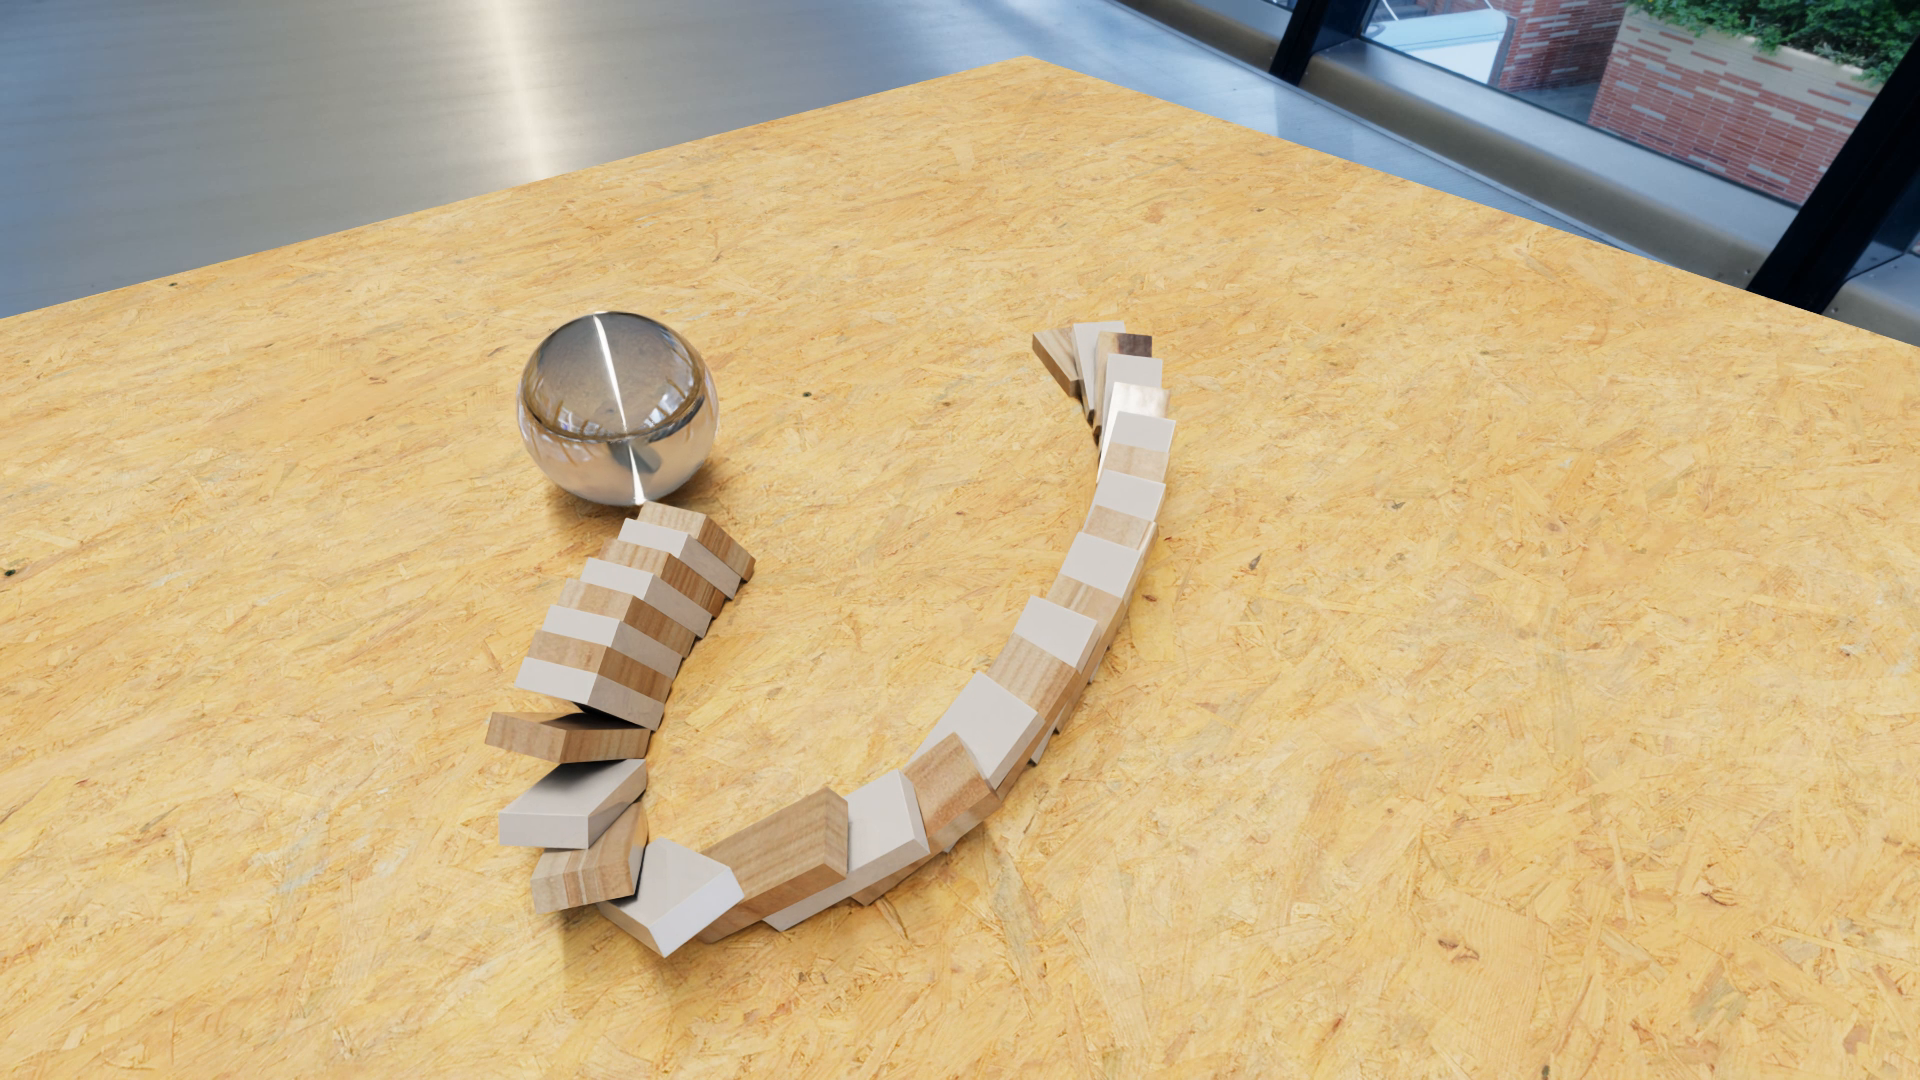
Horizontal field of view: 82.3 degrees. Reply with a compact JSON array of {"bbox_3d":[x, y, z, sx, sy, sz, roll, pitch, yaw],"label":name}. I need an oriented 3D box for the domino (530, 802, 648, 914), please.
[{"bbox_3d":[-0.104,0.089,0.314,0.025,0.009,0.050,-9,6,-11],"label":"domino"}]

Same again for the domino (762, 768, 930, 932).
[{"bbox_3d":[-0.035,0.089,0.317,0.050,0.010,0.025,-30,41,8],"label":"domino"}]

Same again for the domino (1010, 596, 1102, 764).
[{"bbox_3d":[0.025,0.046,0.367,0.025,0.009,0.050,21,74,25],"label":"domino"}]

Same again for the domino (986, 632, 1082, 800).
[{"bbox_3d":[0.015,0.058,0.353,0.025,0.010,0.050,29,78,27],"label":"domino"}]

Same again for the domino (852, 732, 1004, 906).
[{"bbox_3d":[-0.015,0.082,0.326,0.050,0.009,0.025,-36,45,0],"label":"domino"}]

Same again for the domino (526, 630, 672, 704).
[{"bbox_3d":[-0.117,0.043,0.362,0.025,0.050,0.009,11,73,13],"label":"domino"}]

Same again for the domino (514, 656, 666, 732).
[{"bbox_3d":[-0.117,0.050,0.353,0.025,0.050,0.010,11,73,13],"label":"domino"}]

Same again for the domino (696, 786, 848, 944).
[{"bbox_3d":[-0.054,0.092,0.310,0.050,0.009,0.025,-30,36,19],"label":"domino"}]

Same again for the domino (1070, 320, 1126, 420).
[{"bbox_3d":[0.070,-0.082,0.528,0.025,0.009,0.050,-4,63,-5],"label":"domino"}]

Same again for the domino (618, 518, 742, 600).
[{"bbox_3d":[-0.102,0.008,0.404,0.025,0.050,0.009,13,73,15],"label":"domino"}]

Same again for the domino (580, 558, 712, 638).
[{"bbox_3d":[-0.110,0.021,0.388,0.025,0.050,0.010,13,73,15],"label":"domino"}]

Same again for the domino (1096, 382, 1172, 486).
[{"bbox_3d":[0.076,-0.043,0.478,0.025,0.009,0.050,9,68,9],"label":"domino"}]

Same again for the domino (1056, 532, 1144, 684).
[{"bbox_3d":[0.045,0.024,0.396,0.025,0.010,0.050,19,69,21],"label":"domino"}]

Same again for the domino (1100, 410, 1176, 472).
[{"bbox_3d":[0.073,-0.029,0.461,0.025,0.010,0.050,12,69,15],"label":"domino"}]

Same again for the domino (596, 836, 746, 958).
[{"bbox_3d":[-0.082,0.097,0.304,0.025,0.009,0.050,-32,15,-33],"label":"domino"}]

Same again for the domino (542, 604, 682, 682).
[{"bbox_3d":[-0.116,0.035,0.371,0.025,0.050,0.009,11,73,13],"label":"domino"}]

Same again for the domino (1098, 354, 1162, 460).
[{"bbox_3d":[0.077,-0.059,0.496,0.025,0.009,0.050,7,68,1],"label":"domino"}]

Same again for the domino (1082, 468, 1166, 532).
[{"bbox_3d":[0.061,-0.001,0.428,0.025,0.010,0.050,16,68,16],"label":"domino"}]

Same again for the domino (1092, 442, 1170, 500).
[{"bbox_3d":[0.067,-0.014,0.444,0.025,0.009,0.050,13,67,15],"label":"domino"}]

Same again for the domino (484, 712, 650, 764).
[{"bbox_3d":[-0.120,0.061,0.342,0.025,0.050,0.010,11,83,14],"label":"domino"}]

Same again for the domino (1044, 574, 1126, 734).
[{"bbox_3d":[0.034,0.038,0.380,0.025,0.010,0.050,23,71,25],"label":"domino"}]

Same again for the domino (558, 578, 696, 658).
[{"bbox_3d":[-0.114,0.028,0.380,0.025,0.050,0.009,13,73,15],"label":"domino"}]

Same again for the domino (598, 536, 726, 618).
[{"bbox_3d":[-0.107,0.014,0.396,0.025,0.050,0.010,13,73,15],"label":"domino"}]

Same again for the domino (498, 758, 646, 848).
[{"bbox_3d":[-0.114,0.078,0.329,0.025,0.009,0.050,2,7,2],"label":"domino"}]

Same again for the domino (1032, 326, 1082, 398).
[{"bbox_3d":[0.057,-0.090,0.554,0.025,0.010,0.050,-12,41,-14],"label":"domino"}]

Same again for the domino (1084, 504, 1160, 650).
[{"bbox_3d":[0.053,0.013,0.411,0.025,0.009,0.050,19,69,21],"label":"domino"}]

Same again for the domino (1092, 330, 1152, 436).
[{"bbox_3d":[0.076,-0.072,0.512,0.025,0.010,0.050,5,68,-2],"label":"domino"}]

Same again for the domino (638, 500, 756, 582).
[{"bbox_3d":[-0.098,0.001,0.412,0.025,0.050,0.009,13,73,15],"label":"domino"}]

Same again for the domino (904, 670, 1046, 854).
[{"bbox_3d":[0.001,0.068,0.341,0.025,0.009,0.050,32,79,31],"label":"domino"}]

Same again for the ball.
[{"bbox_3d":[-0.140,-0.054,0.454,0.080,0.080,0.080,0,39,0],"label":"ball"}]
